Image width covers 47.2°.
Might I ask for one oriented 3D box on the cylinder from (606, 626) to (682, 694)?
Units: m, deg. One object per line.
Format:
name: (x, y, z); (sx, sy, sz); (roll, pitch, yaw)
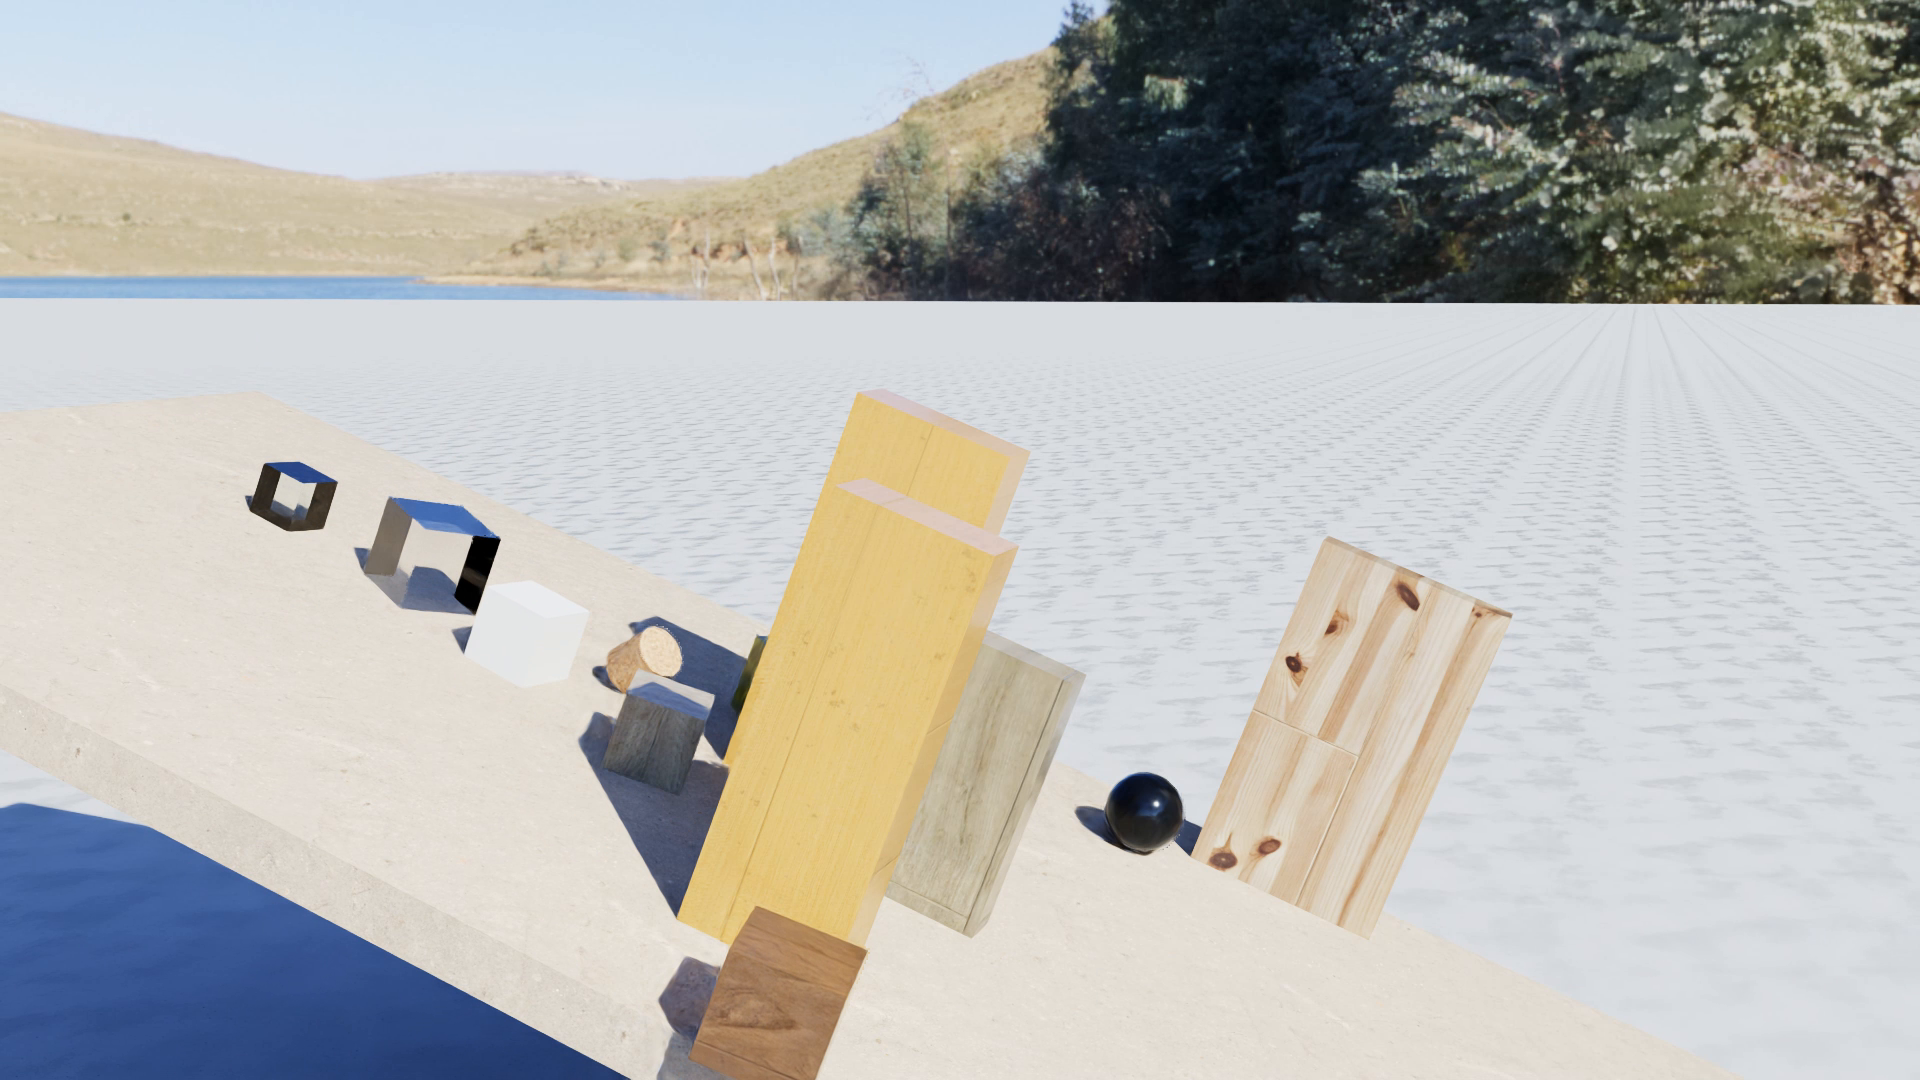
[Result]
cylinder: (-0.640, 0.246, 4.450); (0.108, 0.108, 0.108); (-28, -11, 35)

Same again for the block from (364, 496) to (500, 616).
block: (-1.094, 0.034, 4.559); (0.176, 0.176, 0.176); (9, 17, -44)

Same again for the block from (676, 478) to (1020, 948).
block: (-0.182, 0.311, 3.503); (0.276, 0.764, 0.139); (24, 13, 13)

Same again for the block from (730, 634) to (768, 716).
block: (-0.350, 0.318, 4.582); (0.165, 0.165, 0.165); (13, 15, -30)

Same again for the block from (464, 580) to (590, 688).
block: (-0.858, 0.185, 4.360); (0.151, 0.151, 0.151); (26, 13, 21)

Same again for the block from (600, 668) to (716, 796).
block: (-0.562, 0.357, 4.103); (0.154, 0.154, 0.154); (20, 13, -5)

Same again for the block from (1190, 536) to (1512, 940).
block: (0.827, 0.421, 4.678); (0.415, 0.754, 0.084); (24, 13, 13)

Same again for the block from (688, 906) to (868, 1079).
block: (-0.262, 0.674, 3.195); (0.180, 0.180, 0.180); (21, 13, 3)

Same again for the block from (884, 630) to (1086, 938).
block: (-0.014, 0.414, 3.937); (0.307, 0.504, 0.096); (24, 13, 13)

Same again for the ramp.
ramp: (-0.316, 0.567, 4.200); (4.000, 0.100, 2.000); (24, 13, 13)

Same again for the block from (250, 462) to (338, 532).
block: (-1.427, -0.093, 4.712); (0.112, 0.112, 0.112); (26, 13, 21)

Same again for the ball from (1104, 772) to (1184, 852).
ball: (0.392, 0.577, 4.674); (0.168, 0.168, 0.168); (0, 7, 0)

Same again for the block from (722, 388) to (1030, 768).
block: (-0.164, 0.134, 4.236); (0.319, 0.781, 0.145); (24, 13, 13)
